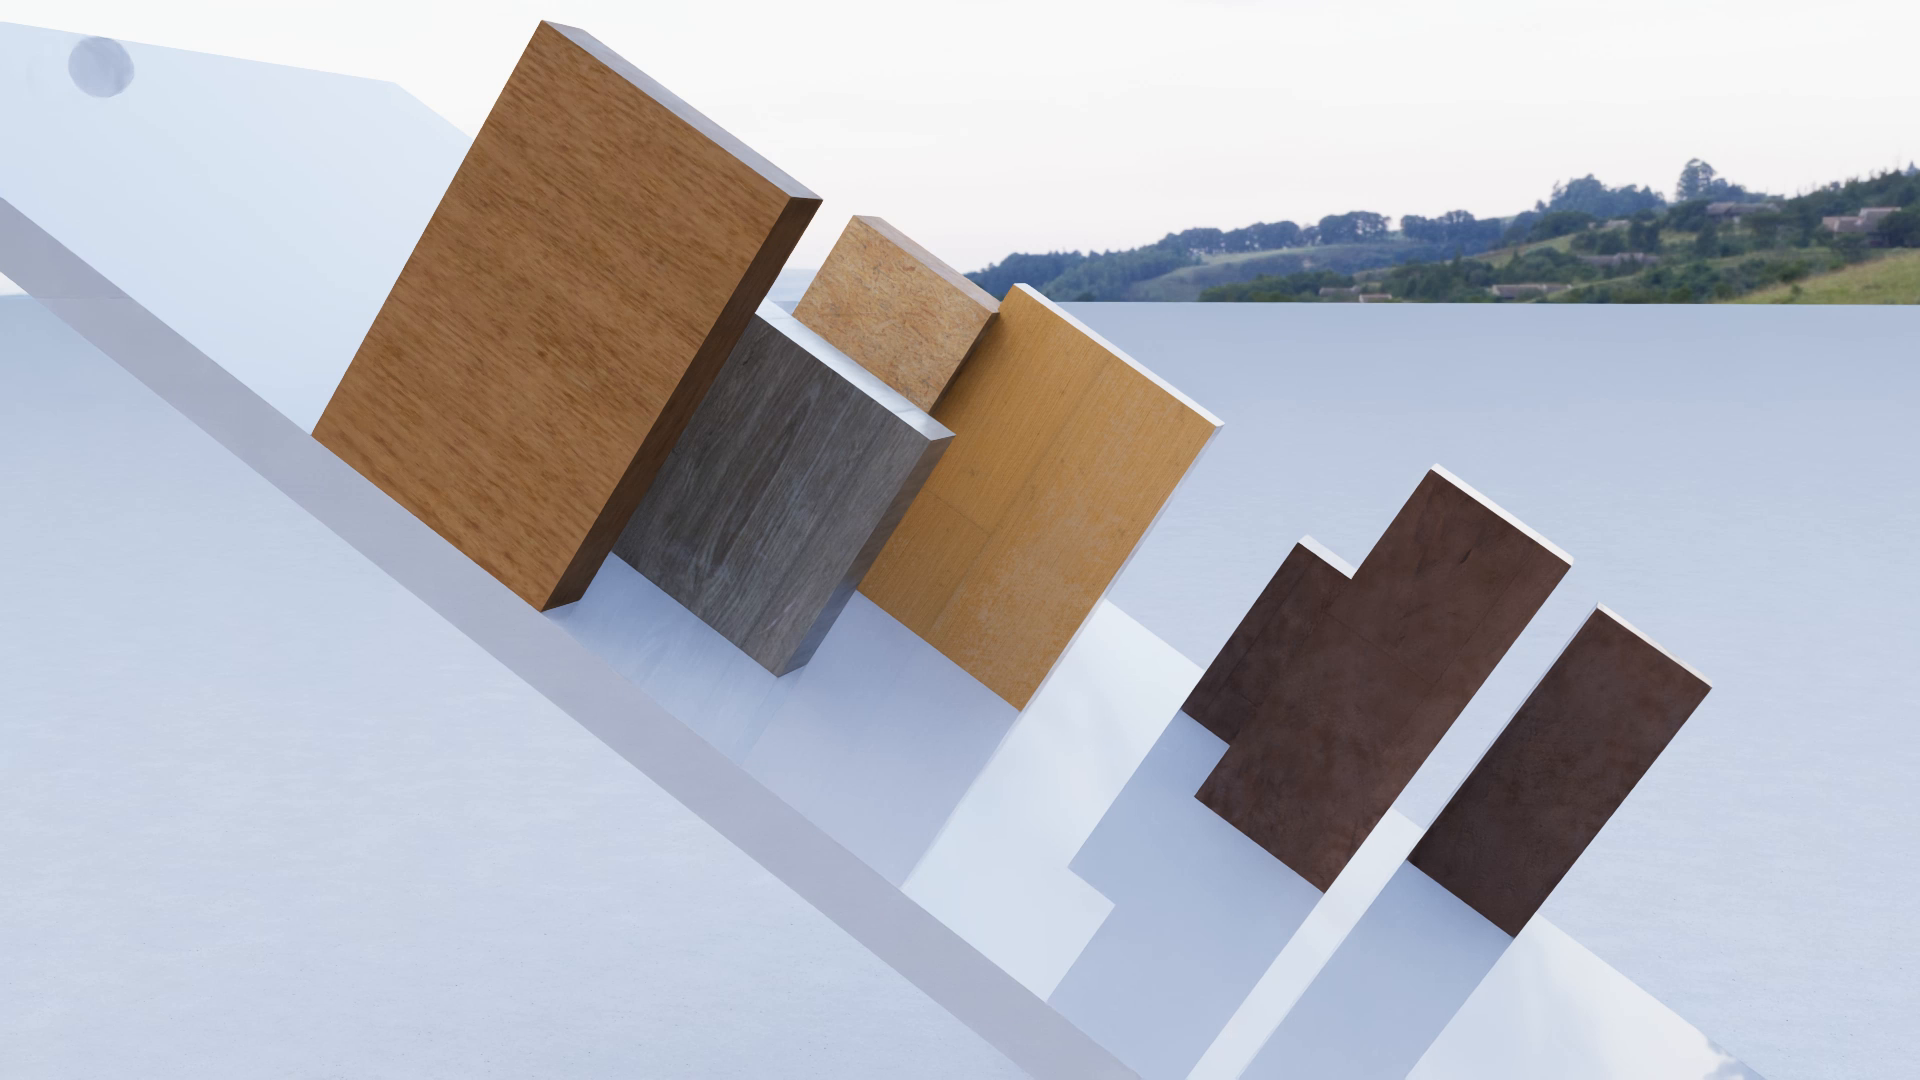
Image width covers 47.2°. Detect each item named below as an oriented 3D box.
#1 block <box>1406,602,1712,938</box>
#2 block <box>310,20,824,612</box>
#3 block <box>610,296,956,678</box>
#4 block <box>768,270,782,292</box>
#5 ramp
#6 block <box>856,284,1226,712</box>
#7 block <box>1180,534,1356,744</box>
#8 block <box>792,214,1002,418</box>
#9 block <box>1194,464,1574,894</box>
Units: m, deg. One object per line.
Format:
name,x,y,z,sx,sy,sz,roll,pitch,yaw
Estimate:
block,1.223,0.473,4.513,0.271,0.657,0.092,36,15,10
block,-0.578,-0.319,3.188,0.447,0.711,0.127,36,15,10
block,-0.304,-0.089,3.517,0.394,0.460,0.129,36,15,10
block,-0.612,-0.384,3.776,0.431,0.474,0.085,36,15,10
ramp,-0.115,0.196,4.094,4.000,0.100,2.000,36,15,10
block,0.116,-0.076,3.997,0.444,0.635,0.084,36,15,10
block,0.689,0.241,4.573,0.244,0.432,0.133,36,15,10
block,-0.200,-0.266,4.046,0.311,0.579,0.143,36,15,10
block,0.779,0.258,4.076,0.300,0.761,0.119,36,15,10
